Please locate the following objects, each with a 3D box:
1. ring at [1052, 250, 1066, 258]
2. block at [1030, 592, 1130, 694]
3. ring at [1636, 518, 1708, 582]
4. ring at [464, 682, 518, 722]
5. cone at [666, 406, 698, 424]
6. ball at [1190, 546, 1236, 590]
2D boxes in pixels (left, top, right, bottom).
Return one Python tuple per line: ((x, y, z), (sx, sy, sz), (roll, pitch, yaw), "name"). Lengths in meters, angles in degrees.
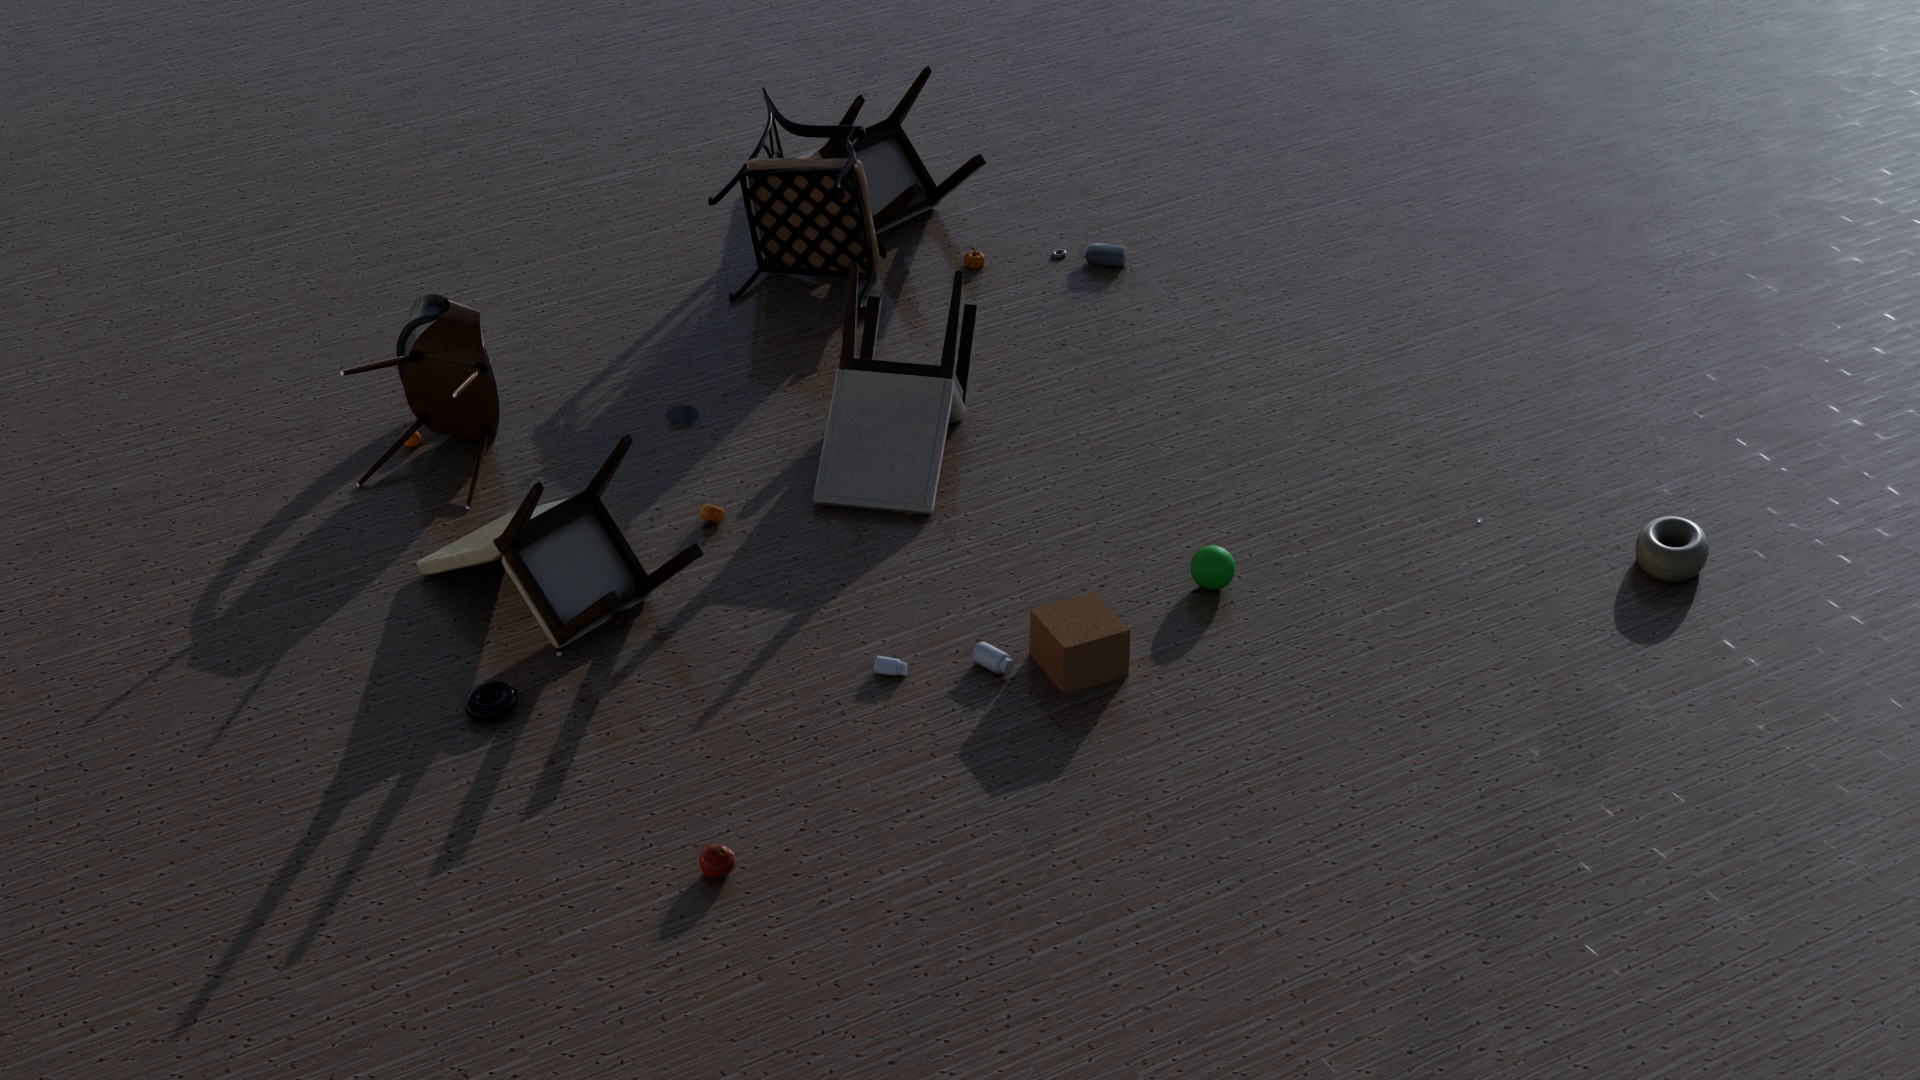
((0.433, -1.252, 12.828), (0.076, 0.018, 0.057), (-28, 43, -34), "ring")
((0.417, 0.356, 10.227), (0.255, 0.194, 0.262), (-15, 36, -21), "block")
((2.616, 0.033, 10.775), (0.262, 0.133, 0.330), (7, 33, 14), "ring")
((-1.605, 0.554, 10.046), (0.173, 0.064, 0.208), (12, 34, 19), "ring")
((-1.102, -0.499, 11.675), (0.127, 0.070, 0.052), (-2, 0, 0), "cone")
((0.918, 0.100, 10.644), (0.163, 0.163, 0.163), (0, 33, 0), "ball")
